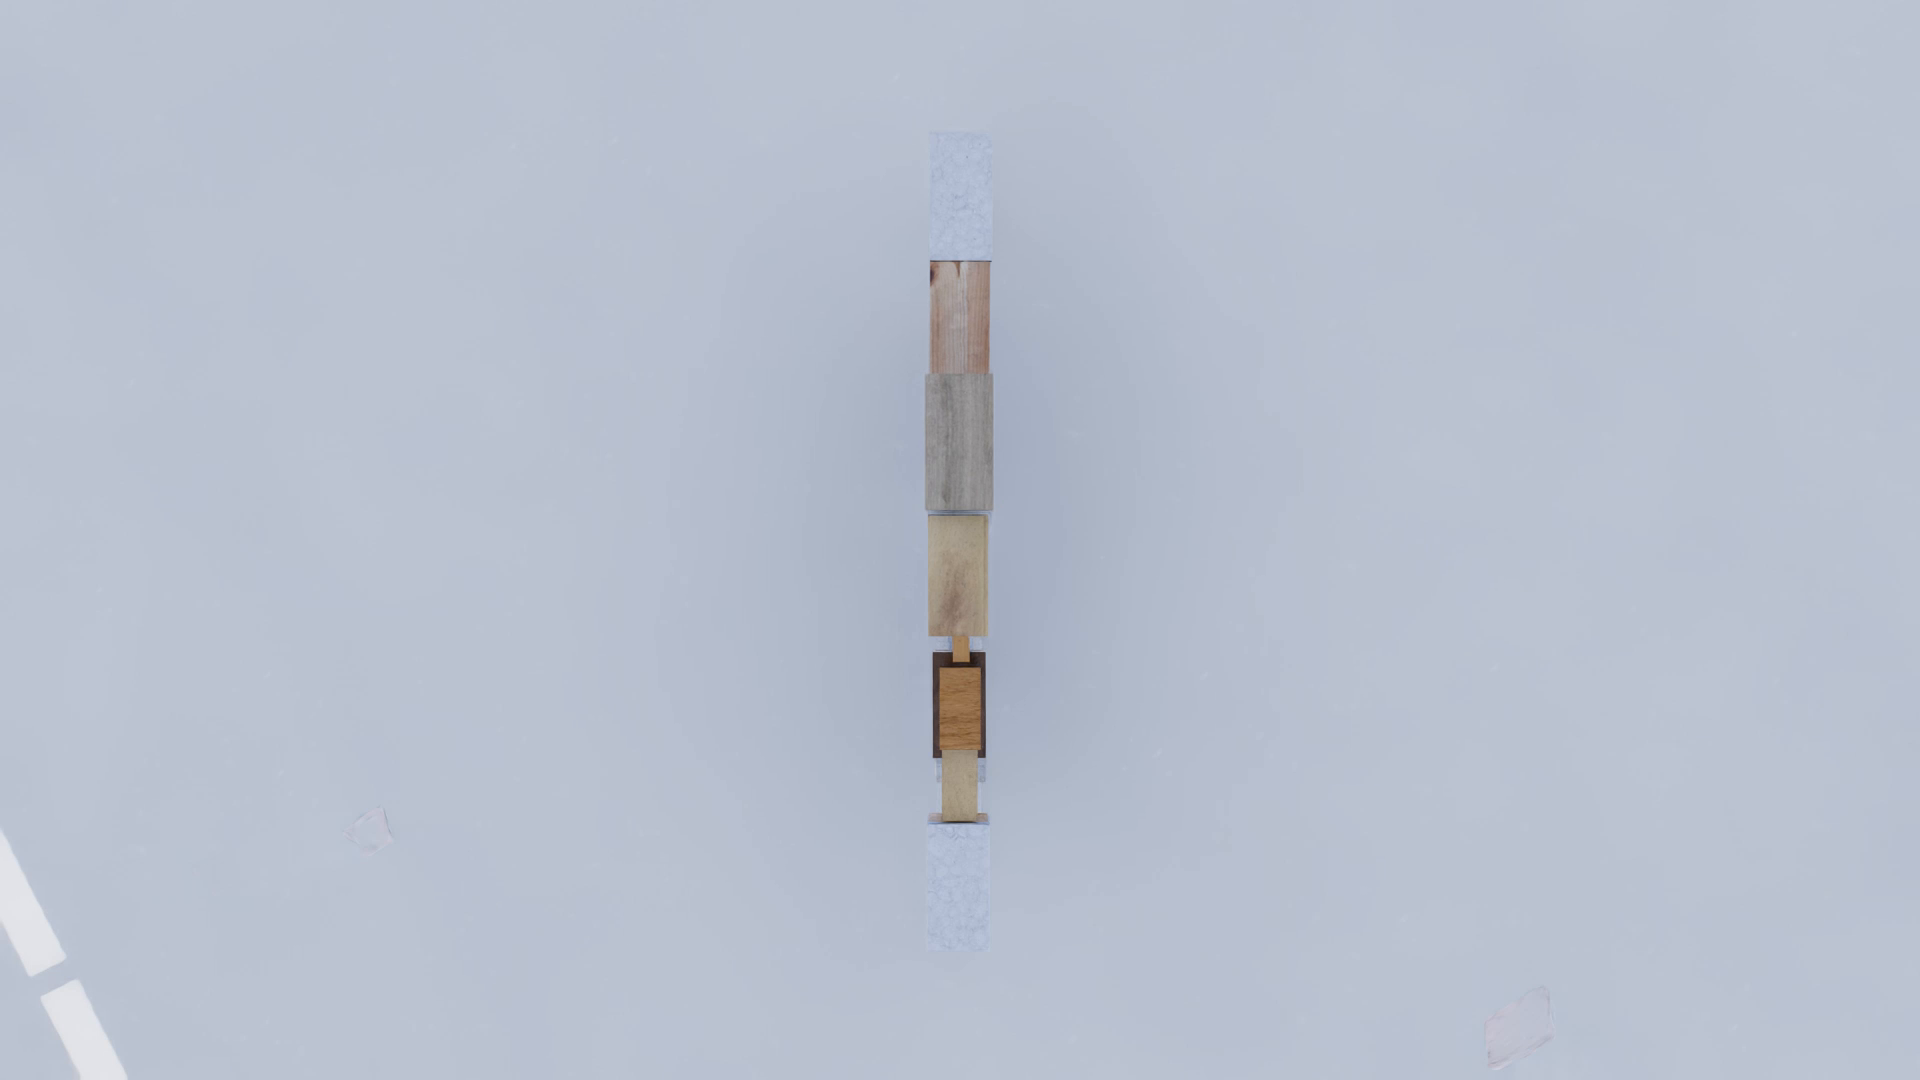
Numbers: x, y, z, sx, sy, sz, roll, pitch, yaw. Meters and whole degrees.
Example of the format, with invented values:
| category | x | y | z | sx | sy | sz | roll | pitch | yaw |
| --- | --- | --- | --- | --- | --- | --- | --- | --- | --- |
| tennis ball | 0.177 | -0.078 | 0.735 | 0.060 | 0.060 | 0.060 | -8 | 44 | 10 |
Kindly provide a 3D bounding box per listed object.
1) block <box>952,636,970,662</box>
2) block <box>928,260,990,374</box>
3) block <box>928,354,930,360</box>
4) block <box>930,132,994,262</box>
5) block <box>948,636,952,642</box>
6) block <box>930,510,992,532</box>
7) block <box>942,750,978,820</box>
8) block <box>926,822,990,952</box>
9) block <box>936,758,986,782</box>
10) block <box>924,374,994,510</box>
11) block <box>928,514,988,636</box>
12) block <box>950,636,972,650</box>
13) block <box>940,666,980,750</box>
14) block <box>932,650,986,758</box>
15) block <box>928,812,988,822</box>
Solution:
| category | x | y | z | sx | sy | sz | roll | pitch | yaw |
| --- | --- | --- | --- | --- | --- | --- | --- | --- | --- |
| block | 0.003 | 0.300 | 4.692 | 0.047 | 0.013 | 0.094 | 0 | 90 | 0 |
| block | -0.001 | -0.610 | 4.605 | 0.168 | 0.048 | 0.336 | 0 | 85 | 0 |
| block | -0.003 | -0.502 | 4.790 | 0.168 | 0.336 | 0.048 | 0 | 92 | 0 |
| block | 0.003 | -0.956 | 4.599 | 0.175 | 0.050 | 0.350 | 0 | 96 | 0 |
| block | -0.003 | 0.248 | 5.152 | 0.071 | 0.020 | 0.142 | 0 | 90 | 0 |
| block | 0.002 | -0.200 | 4.737 | 0.178 | 0.050 | 0.355 | 0 | 90 | 0 |
| block | -0.001 | 0.680 | 4.582 | 0.098 | 0.028 | 0.196 | 0 | 90 | 0 |
| block | -0.005 | 0.958 | 4.561 | 0.175 | 0.049 | 0.349 | 0 | 90 | 0 |
| block | 0.004 | 0.600 | 5.167 | 0.156 | 0.044 | 0.311 | 0 | 90 | 0 |
| block | -0.003 | -0.256 | 4.329 | 0.179 | 0.051 | 0.357 | 0 | 90 | 0 |
| block | -0.005 | 0.094 | 4.378 | 0.161 | 0.046 | 0.321 | 0 | 96 | 0 |
| block | 0.003 | 0.363 | 5.335 | 0.077 | 0.022 | 0.154 | 0 | 90 | 0 |
| block | 0.000 | 0.464 | 4.550 | 0.113 | 0.032 | 0.226 | 0 | 90 | 0 |
| block | -0.002 | 0.479 | 4.814 | 0.154 | 0.044 | 0.309 | 0 | 90 | 0 |
| block | -0.005 | 0.841 | 4.760 | 0.175 | 0.349 | 0.049 | 0 | 90 | 0 |
